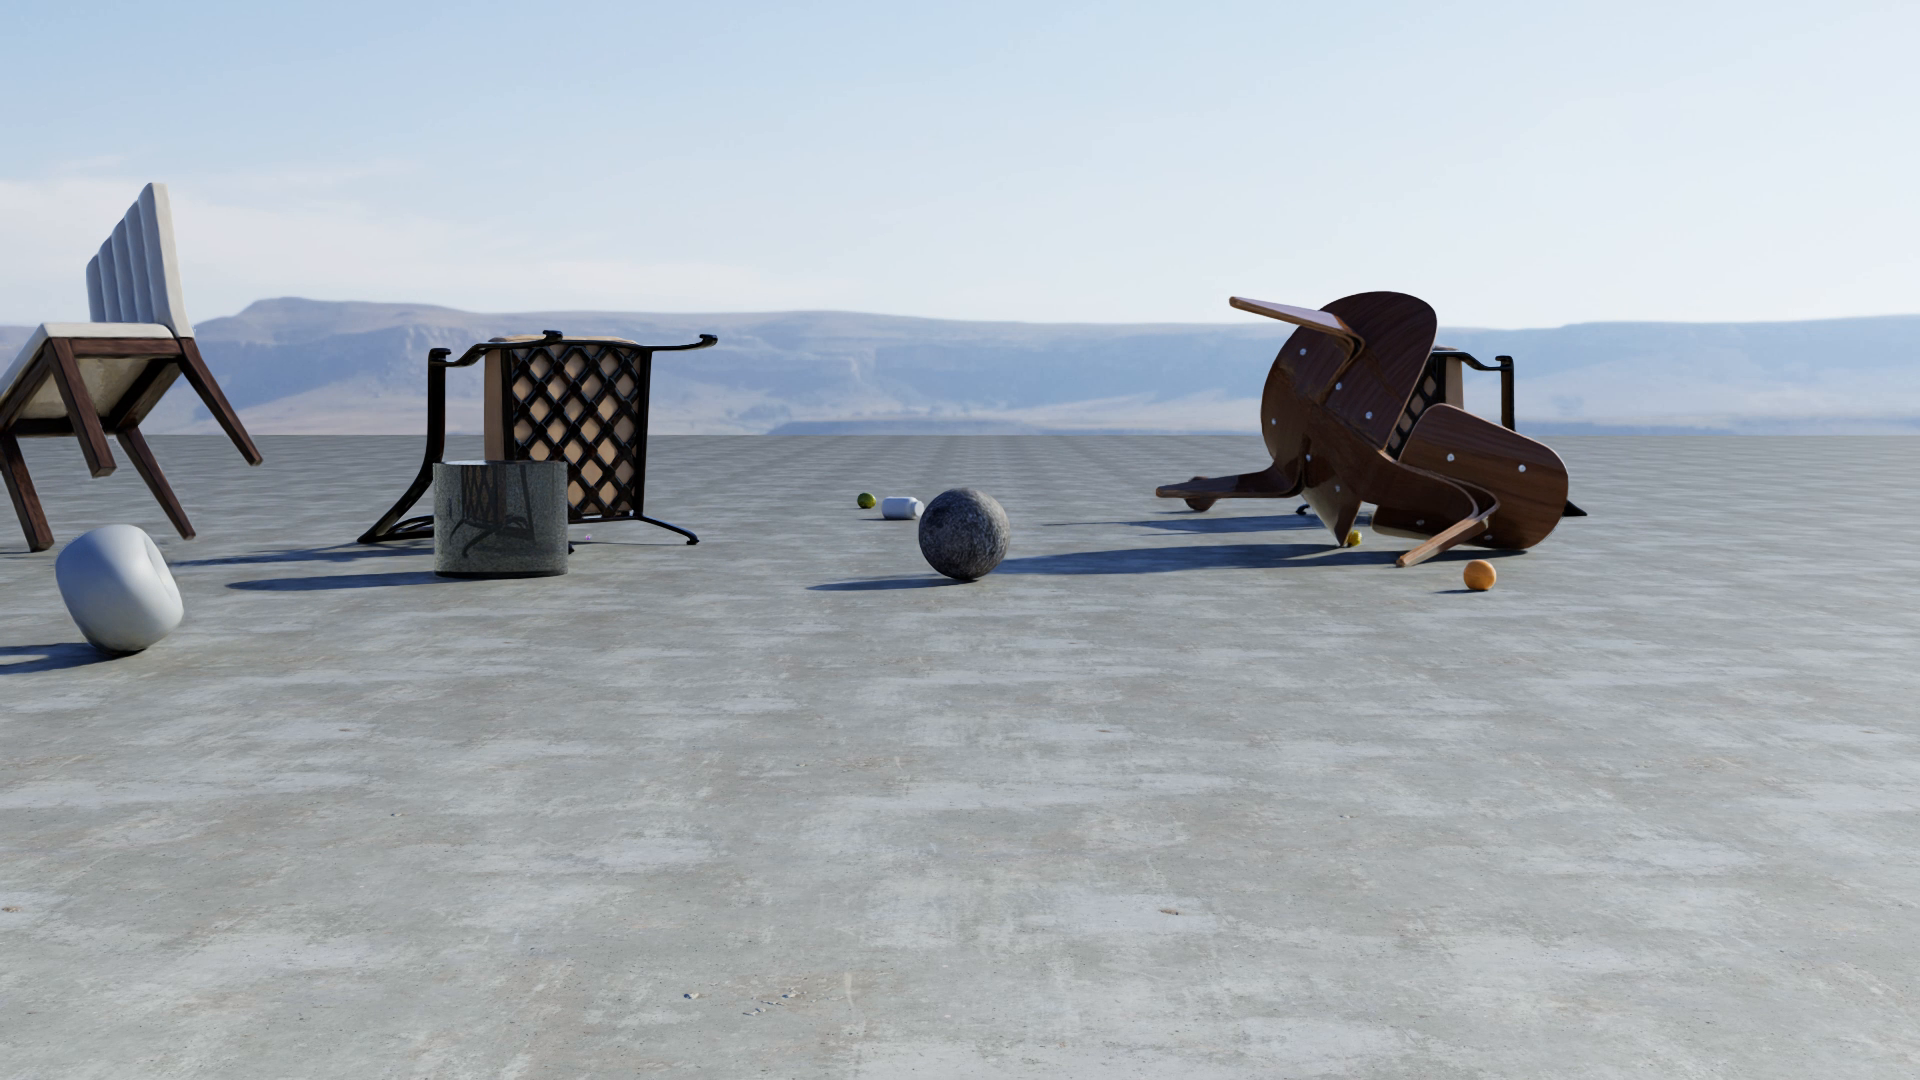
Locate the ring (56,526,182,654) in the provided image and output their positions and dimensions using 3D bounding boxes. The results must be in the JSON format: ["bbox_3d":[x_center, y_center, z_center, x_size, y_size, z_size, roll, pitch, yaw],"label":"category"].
[{"bbox_3d":[-1.430,0.084,3.748,0.147,0.215,0.432,-25,3,-14],"label":"ring"}]

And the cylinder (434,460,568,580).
[{"bbox_3d":[-1.117,-0.054,5.352,0.320,0.271,0.343,-1,4,-21],"label":"cylinder"}]

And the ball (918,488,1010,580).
[{"bbox_3d":[0.010,-0.015,5.172,0.218,0.218,0.218,0,4,0],"label":"ball"}]
